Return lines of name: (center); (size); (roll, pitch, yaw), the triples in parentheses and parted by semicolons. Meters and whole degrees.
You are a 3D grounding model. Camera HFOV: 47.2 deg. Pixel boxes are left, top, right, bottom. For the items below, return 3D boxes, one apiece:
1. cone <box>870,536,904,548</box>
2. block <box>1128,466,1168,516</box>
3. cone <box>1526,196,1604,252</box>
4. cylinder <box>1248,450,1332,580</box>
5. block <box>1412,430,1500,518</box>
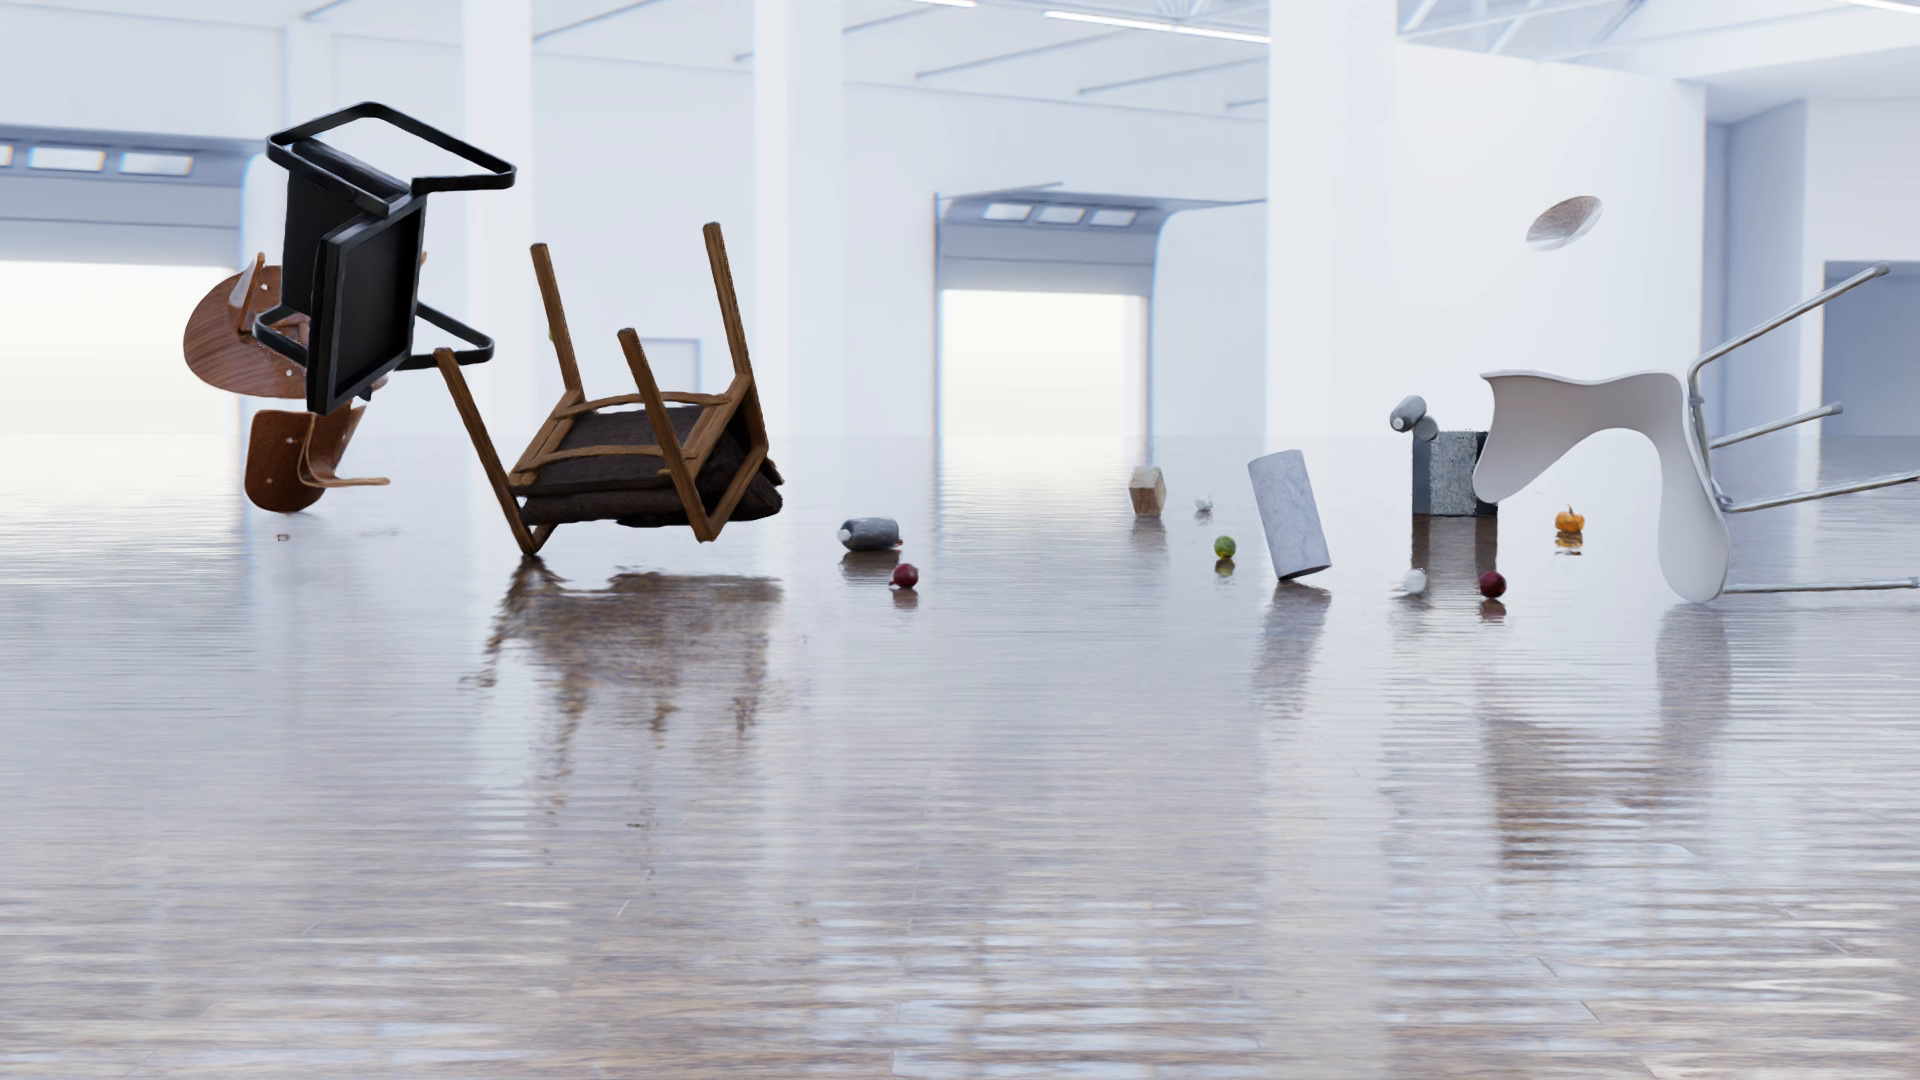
cone: (-0.211, 0.012, 6.253); (0.094, 0.034, 0.052); (2, -15, -10)
block: (0.666, -0.172, 7.787); (0.092, 0.130, 0.113); (1, 42, 22)
cone: (1.992, -1.016, 7.208); (0.272, 0.148, 0.123); (-31, 22, 17)
cylinder: (0.773, -0.059, 5.155); (0.132, 0.282, 0.128); (-14, -9, 4)
block: (1.765, -0.239, 7.842); (0.197, 0.300, 0.255); (-1, 4, -18)
